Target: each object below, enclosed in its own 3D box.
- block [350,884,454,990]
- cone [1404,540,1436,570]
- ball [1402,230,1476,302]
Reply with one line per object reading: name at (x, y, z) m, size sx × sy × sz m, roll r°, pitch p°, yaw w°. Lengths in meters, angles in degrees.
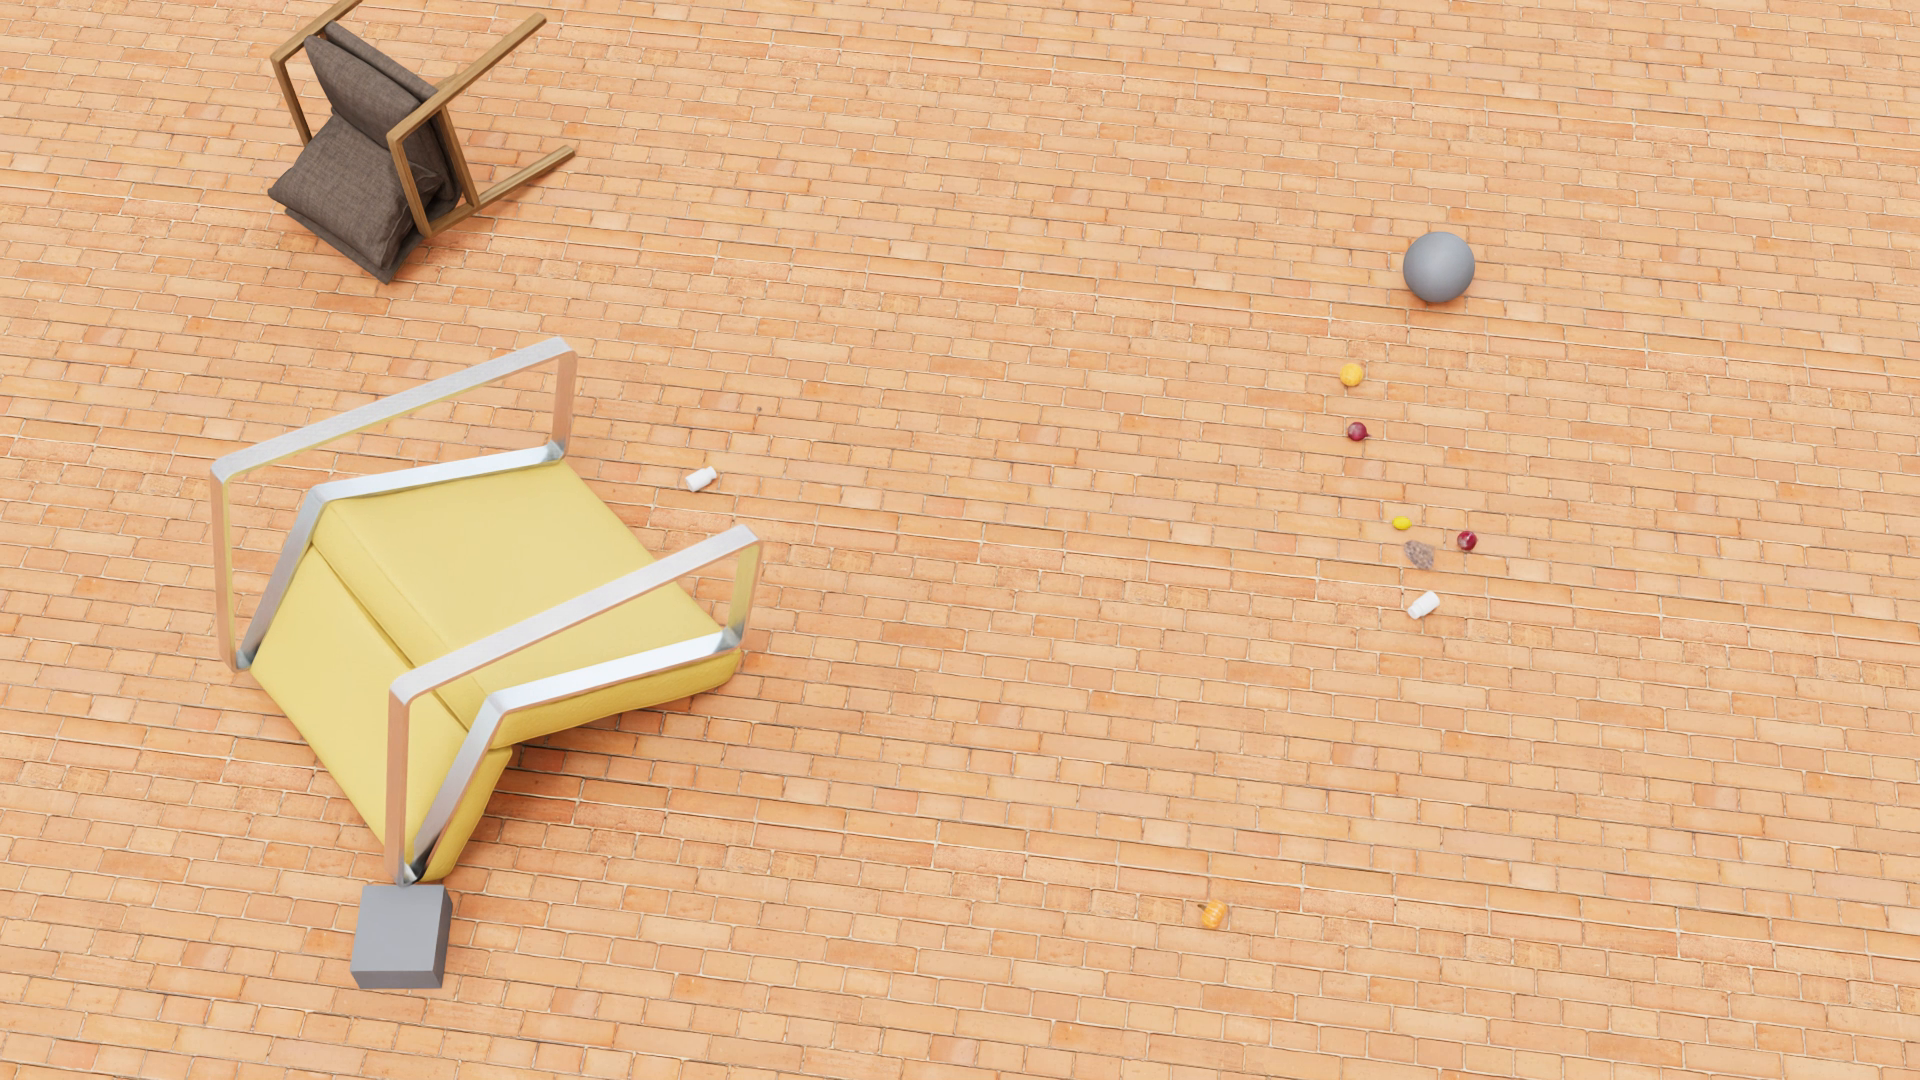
block at (-1.470, 1.046, 5.798) m, size 0.214 × 0.122 × 0.241 m, roll 0°, pitch 56°, yaw 0°
cone at (1.389, 0.031, 6.532) m, size 0.091 × 0.076 × 0.110 m, roll -21°, pitch 50°, yaw -41°
ball at (1.529, -0.872, 7.022) m, size 0.228 × 0.228 × 0.228 m, roll 0°, pitch 56°, yaw 0°
